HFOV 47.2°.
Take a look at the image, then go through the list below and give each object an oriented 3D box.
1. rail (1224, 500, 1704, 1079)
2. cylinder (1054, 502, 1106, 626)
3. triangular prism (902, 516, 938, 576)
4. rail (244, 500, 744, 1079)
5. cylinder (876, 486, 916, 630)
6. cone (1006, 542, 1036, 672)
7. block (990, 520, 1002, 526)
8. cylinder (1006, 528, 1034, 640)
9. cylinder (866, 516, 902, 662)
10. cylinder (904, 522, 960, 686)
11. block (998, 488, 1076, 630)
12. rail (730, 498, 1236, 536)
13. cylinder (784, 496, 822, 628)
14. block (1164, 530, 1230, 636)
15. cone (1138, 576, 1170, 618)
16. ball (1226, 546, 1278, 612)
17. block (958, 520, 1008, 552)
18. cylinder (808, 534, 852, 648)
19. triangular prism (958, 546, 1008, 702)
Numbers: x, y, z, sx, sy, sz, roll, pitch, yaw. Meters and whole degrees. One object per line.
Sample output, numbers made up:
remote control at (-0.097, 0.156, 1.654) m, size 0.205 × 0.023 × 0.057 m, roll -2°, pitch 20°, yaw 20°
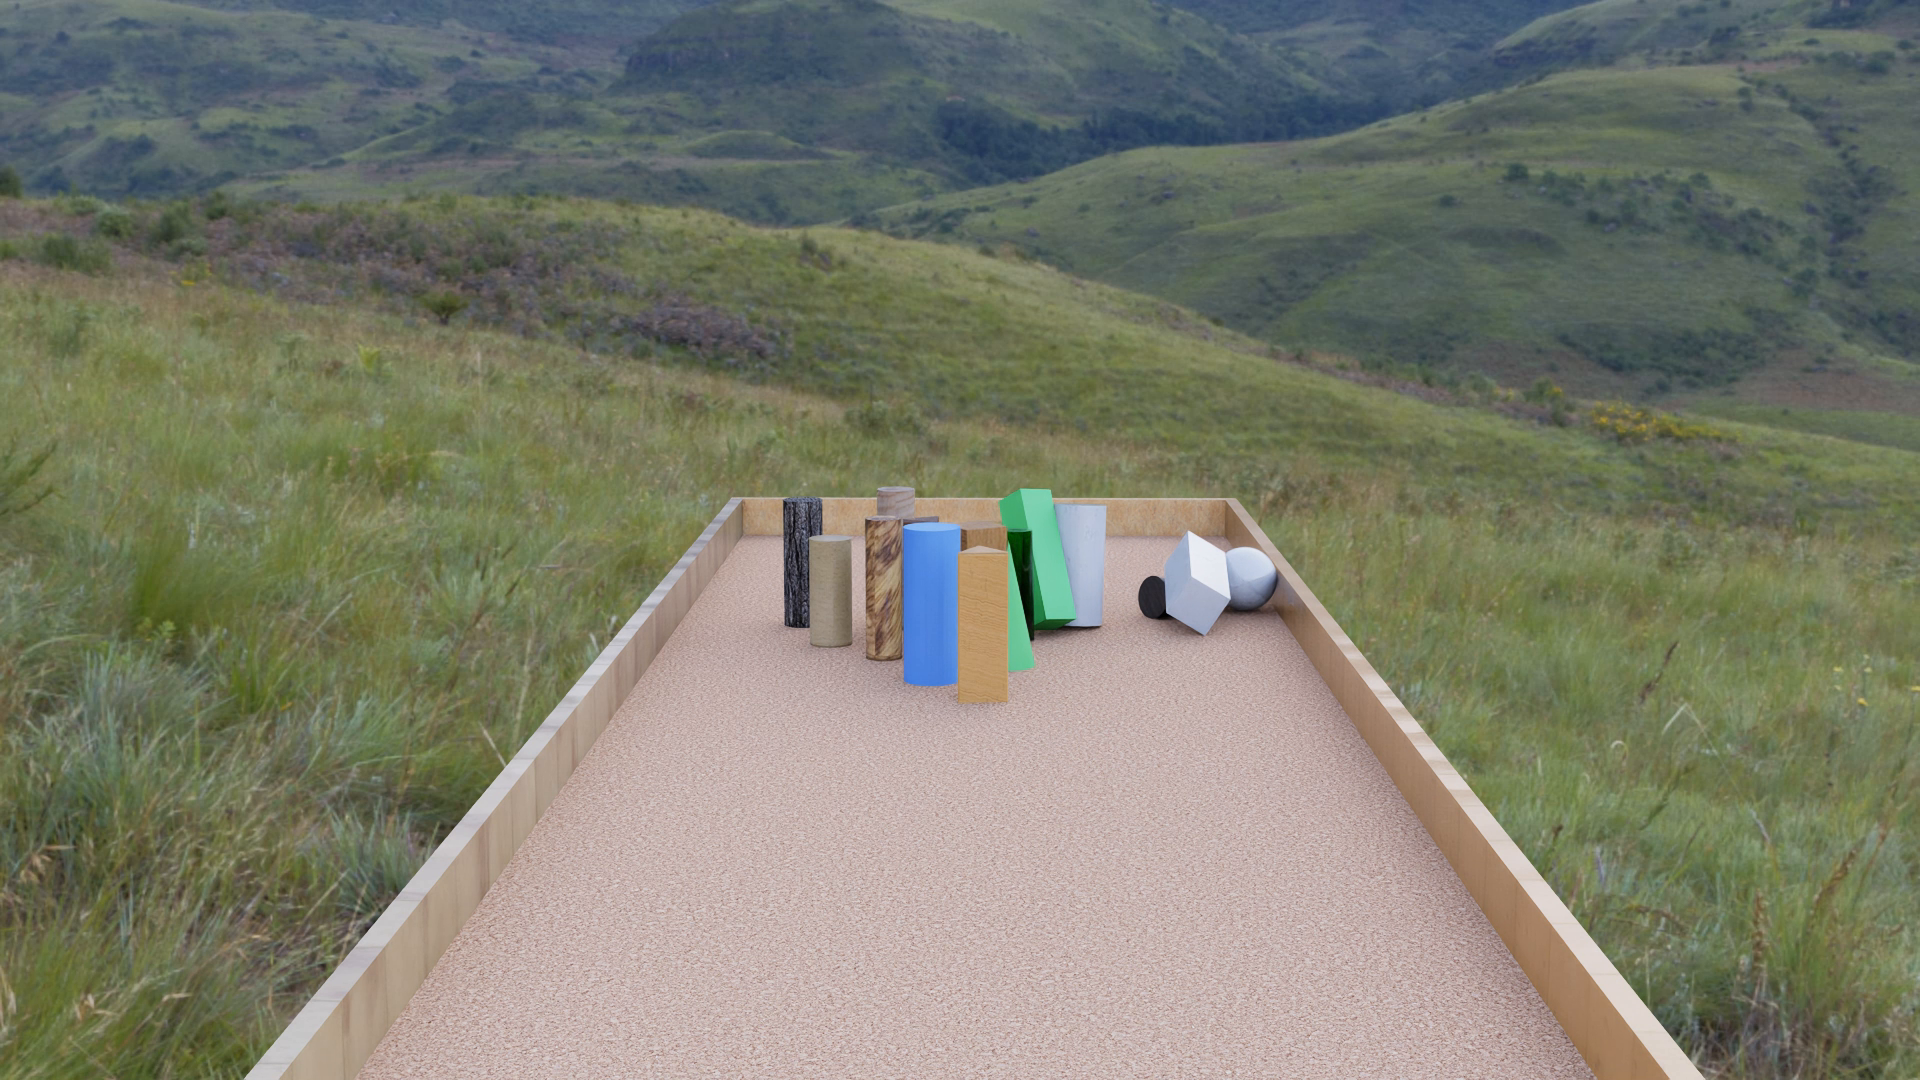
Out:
rail at (1.046, 0.843, 3.208) m, size 0.050 × 0.150 × 12.000 m, roll 0°, pitch 9°, yaw 1°
cylinder at (0.385, 0.079, 7.210) m, size 0.178 × 0.392 × 0.178 m, roll 2°, pitch 3°, yaw 0°
triangular prism at (-0.098, 0.128, 6.932) m, size 0.125 × 0.397 × 0.108 m, roll 6°, pitch 11°, yaw 32°
rail at (-1.004, 0.839, 3.234) m, size 0.050 × 0.150 × 12.000 m, roll 0°, pitch 9°, yaw 1°
cylinder at (-0.208, 0.059, 7.179) m, size 0.124 × 0.456 × 0.124 m, roll 0°, pitch 9°, yaw 0°
cone at (0.146, 0.190, 6.593) m, size 0.161 × 0.379 × 0.161 m, roll 0°, pitch 10°, yaw 0°
block at (0.068, 0.106, 7.229) m, size 0.161 × 0.327 × 0.161 m, roll -7°, pitch 2°, yaw -36°
cylinder at (0.182, 0.143, 6.975) m, size 0.102 × 0.349 × 0.102 m, roll -1°, pitch 6°, yaw 0°
cylinder at (-0.233, 0.147, 6.703) m, size 0.110 × 0.432 × 0.110 m, roll 0°, pitch 9°, yaw 0°
cylinder at (-0.081, 0.185, 6.394) m, size 0.166 × 0.453 × 0.166 m, roll 0°, pitch 9°, yaw 0°
block at (0.250, 0.064, 7.134) m, size 0.124 × 0.442 × 0.124 m, roll 1°, pitch -20°, yaw -36°
rail at (0.099, -0.098, 9.147) m, size 2.100 × 0.150 × 0.050 m, roll 0°, pitch 9°, yaw 1°
cylinder at (-0.514, 0.073, 7.224) m, size 0.129 × 0.415 × 0.129 m, roll 0°, pitch 9°, yaw 0°
block at (0.779, 0.138, 7.246) m, size 0.148 × 0.148 × 0.450 m, roll 31°, pitch 19°, yaw -6°
cone at (0.822, 0.205, 7.492) m, size 0.455 × 0.144 × 0.144 m, roll 4°, pitch 4°, yaw -38°
ball at (0.967, 0.132, 7.472) m, size 0.219 × 0.219 × 0.219 m, roll 0°, pitch 9°, yaw 0°
block at (0.044, 0.157, 6.710) m, size 0.143 × 0.408 × 0.143 m, roll -6°, pitch 10°, yaw -32°
cylinder at (-0.407, 0.160, 6.921) m, size 0.134 × 0.337 × 0.134 m, roll 0°, pitch 9°, yaw 0°
triangular prism at (0.059, 0.235, 6.173) m, size 0.139 × 0.424 × 0.121 m, roll -1°, pitch 9°, yaw -5°
